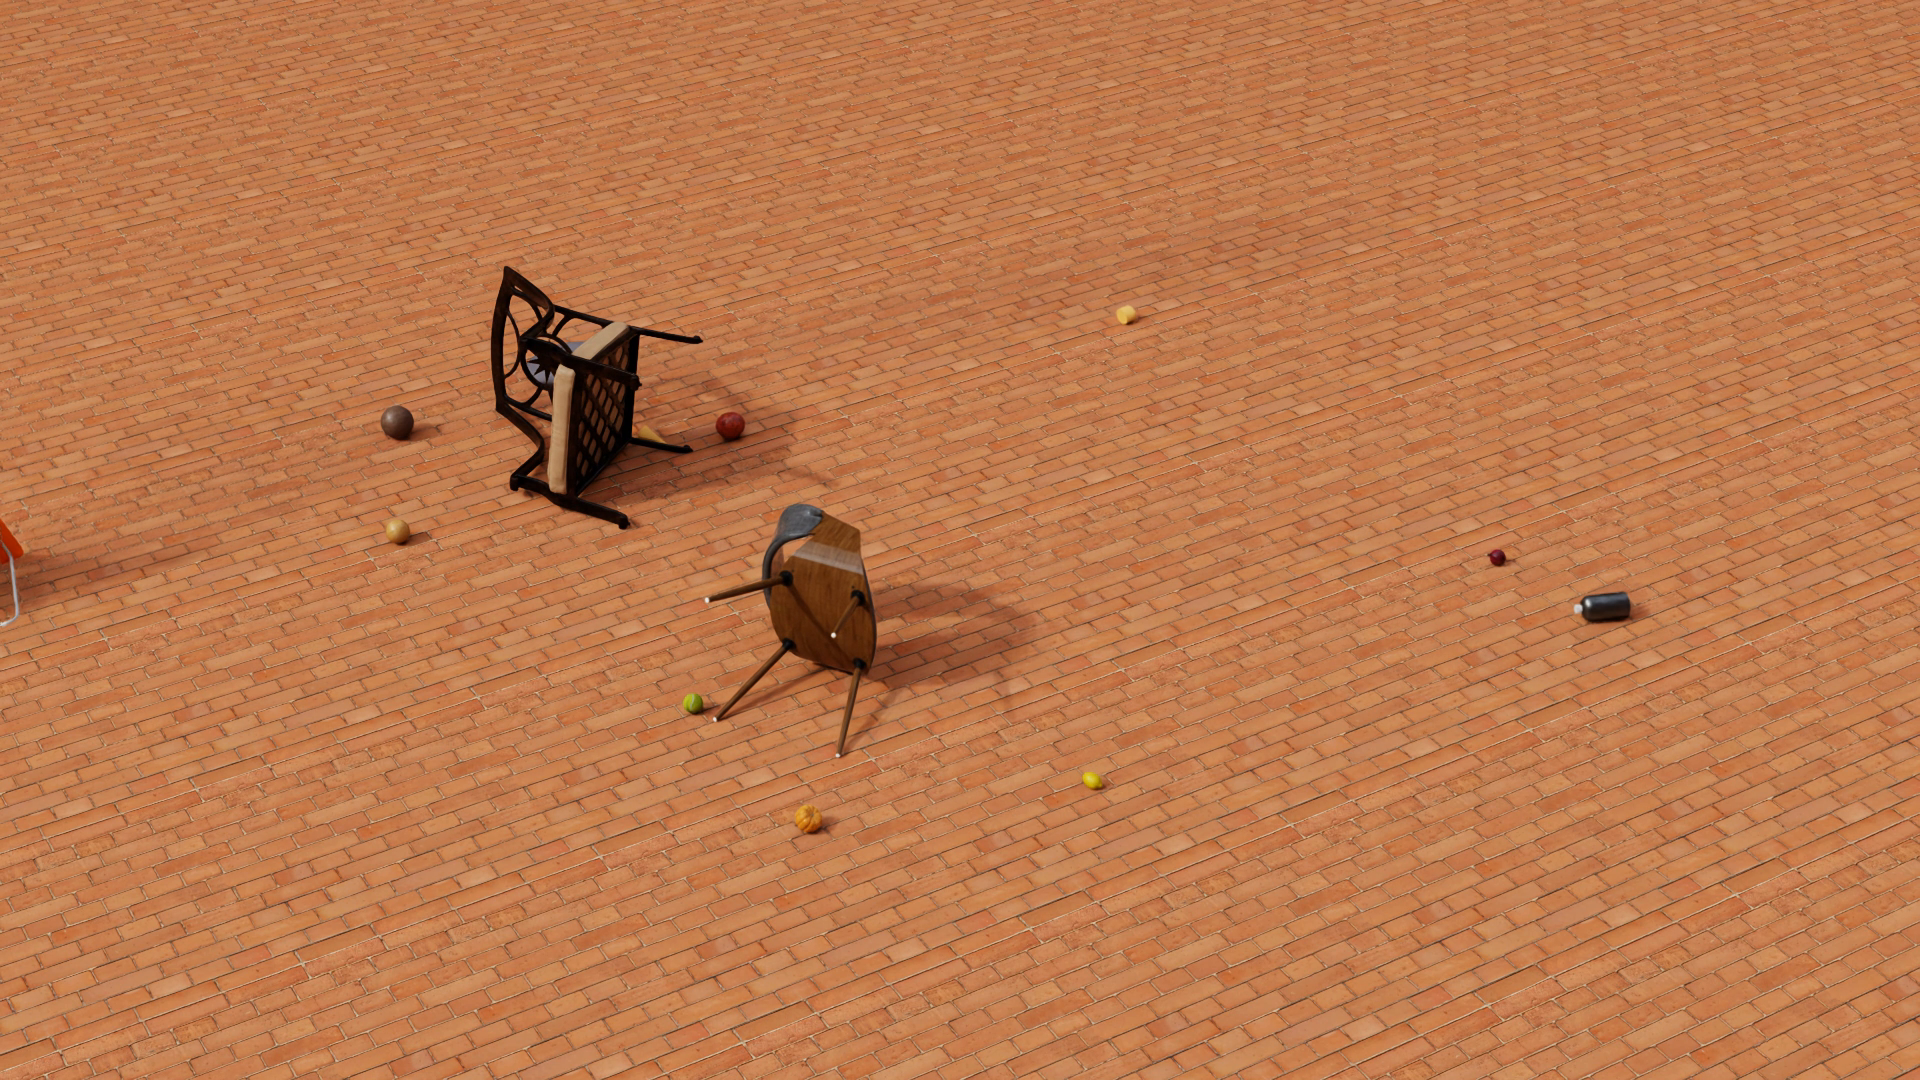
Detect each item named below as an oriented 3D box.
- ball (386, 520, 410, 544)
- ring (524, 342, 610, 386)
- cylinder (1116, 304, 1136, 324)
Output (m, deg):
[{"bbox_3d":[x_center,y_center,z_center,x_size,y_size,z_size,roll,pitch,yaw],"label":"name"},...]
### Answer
[{"bbox_3d":[-2.092,-0.032,10.911,0.090,0.090,0.090,0,33,0],"label":"ball"},{"bbox_3d":[-1.603,-0.722,11.985,0.379,0.062,0.283,-26,41,-34],"label":"ring"},{"bbox_3d":[0.699,-0.946,12.324,0.074,0.060,0.050,39,66,13],"label":"cylinder"}]
